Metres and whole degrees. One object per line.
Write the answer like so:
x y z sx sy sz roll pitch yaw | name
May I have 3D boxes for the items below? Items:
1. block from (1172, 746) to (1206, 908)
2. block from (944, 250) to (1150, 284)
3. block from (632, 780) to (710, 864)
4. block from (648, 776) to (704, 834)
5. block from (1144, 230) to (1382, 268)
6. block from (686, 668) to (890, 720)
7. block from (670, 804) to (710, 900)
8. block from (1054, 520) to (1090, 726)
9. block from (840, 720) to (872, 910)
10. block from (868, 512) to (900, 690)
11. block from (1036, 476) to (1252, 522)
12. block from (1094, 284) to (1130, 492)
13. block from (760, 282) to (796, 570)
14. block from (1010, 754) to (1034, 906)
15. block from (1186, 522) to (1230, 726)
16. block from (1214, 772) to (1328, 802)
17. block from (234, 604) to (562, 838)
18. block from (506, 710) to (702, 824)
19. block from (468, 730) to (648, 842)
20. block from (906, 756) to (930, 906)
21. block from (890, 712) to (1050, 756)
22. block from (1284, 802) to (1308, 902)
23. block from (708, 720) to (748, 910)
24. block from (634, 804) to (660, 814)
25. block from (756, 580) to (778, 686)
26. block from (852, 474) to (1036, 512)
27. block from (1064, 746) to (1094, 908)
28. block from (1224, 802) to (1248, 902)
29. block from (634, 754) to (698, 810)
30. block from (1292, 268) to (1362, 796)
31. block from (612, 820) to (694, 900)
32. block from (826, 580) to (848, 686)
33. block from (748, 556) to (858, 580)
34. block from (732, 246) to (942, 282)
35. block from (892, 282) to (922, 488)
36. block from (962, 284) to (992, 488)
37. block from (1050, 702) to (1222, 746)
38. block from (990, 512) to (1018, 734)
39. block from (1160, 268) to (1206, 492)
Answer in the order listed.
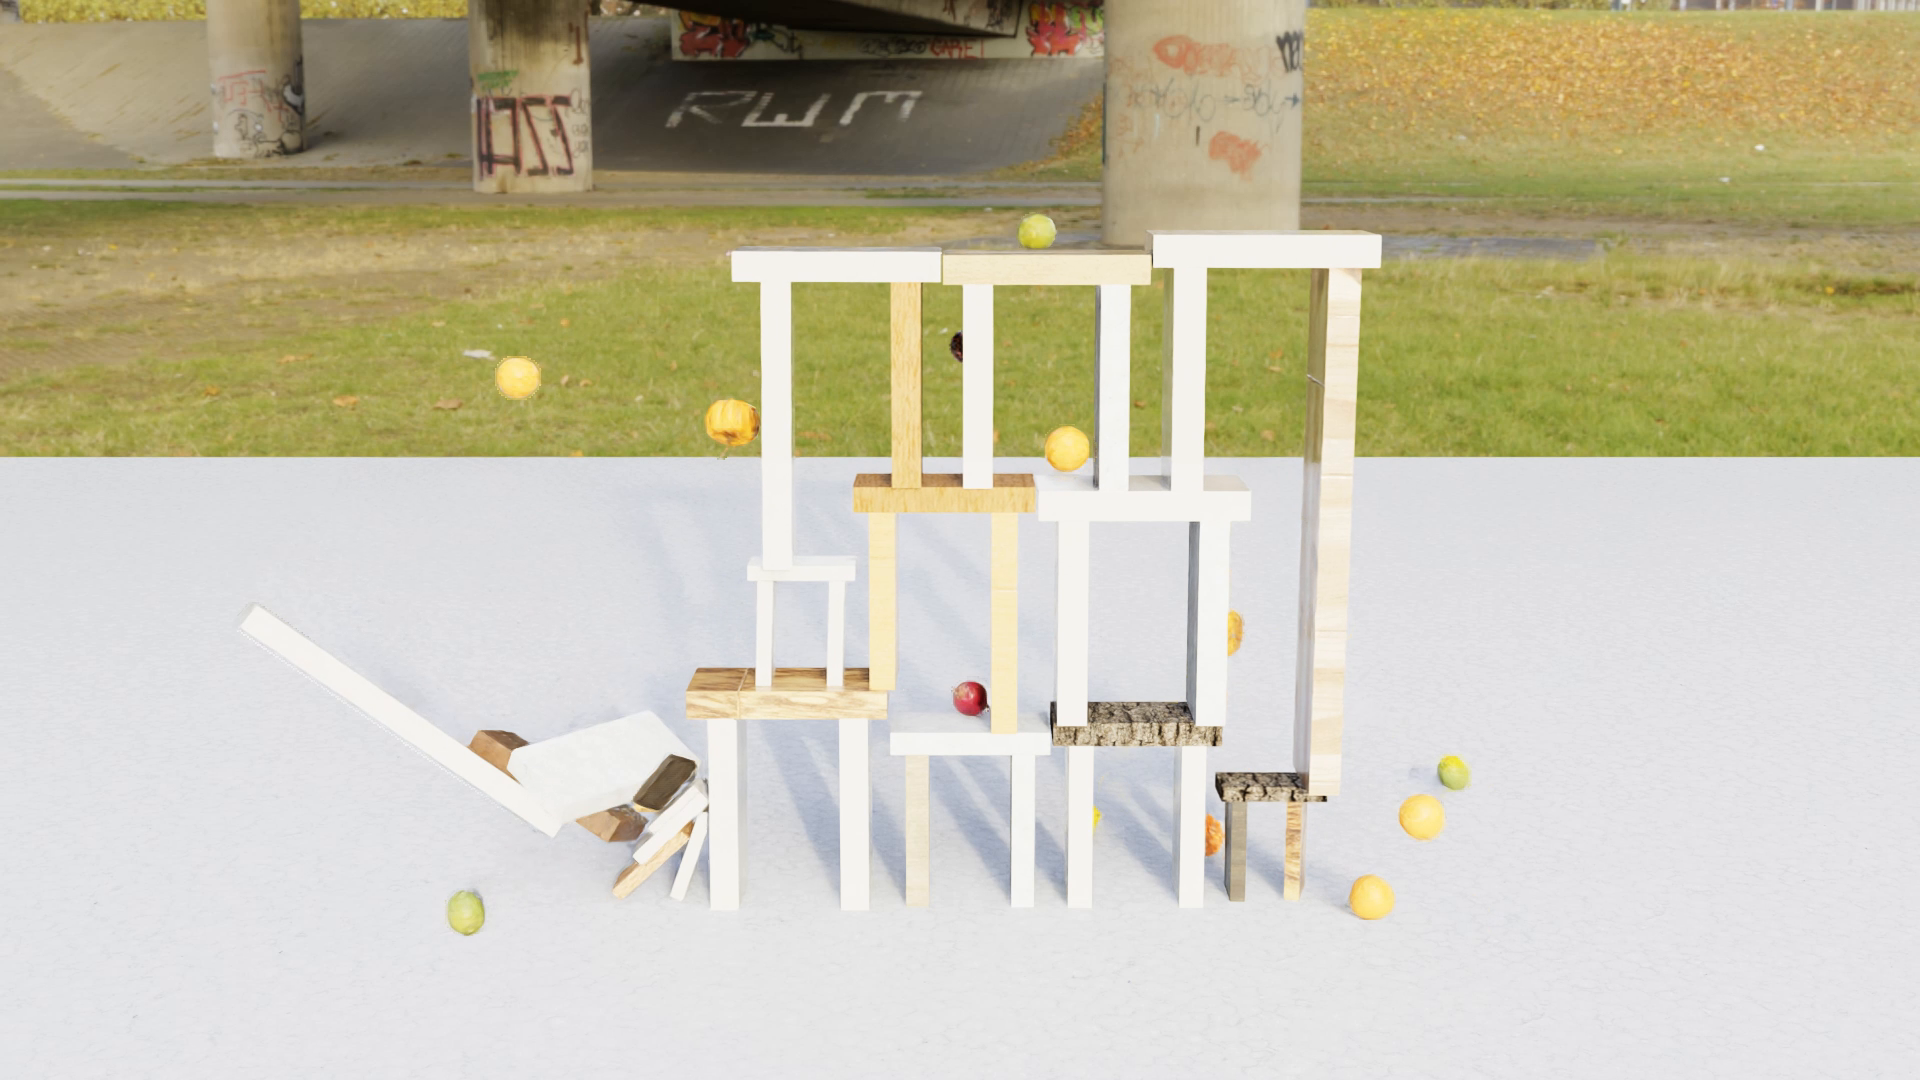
0.379 0.455 3.646 0.039 0.274 0.137 0 11 0 | block
0.134 -0.432 3.476 0.320 0.045 0.160 0 11 0 | block
-0.473 0.466 3.638 0.158 0.022 0.079 -43 8 8 | block
-0.469 0.438 3.629 0.106 0.015 0.053 -43 8 9 | block
0.474 -0.461 3.476 0.350 0.050 0.175 0 11 0 | block
-0.279 0.251 3.607 0.322 0.046 0.161 0 11 0 | block
-0.443 0.513 3.658 0.022 0.158 0.079 19 10 -3 | block
0.180 0.119 3.581 0.047 0.334 0.167 0 11 0 | block
-0.171 0.431 3.640 0.046 0.322 0.161 0 11 0 | block
-0.123 0.086 3.578 0.041 0.289 0.144 0 11 1 | block
0.291 -0.068 3.546 0.334 0.047 0.167 0 11 0 | block
0.242 -0.250 3.510 0.045 0.324 0.160 0 11 0 | block
-0.291 -0.191 3.526 0.046 0.456 0.162 0 11 -2 | block
0.103 0.463 3.646 0.037 0.258 0.129 0 11 0 | block
0.402 0.119 3.580 0.047 0.334 0.167 0 11 0 | block
0.513 0.408 3.634 0.173 0.024 0.086 0 11 -1 | block
-0.909 0.296 3.579 0.601 0.041 0.146 38 -14 -18 | block
-0.589 0.375 3.661 0.146 0.041 0.292 40 33 29 | block
-0.675 0.413 3.696 0.292 0.041 0.146 30 0 12 | block
-0.069 0.463 3.646 0.037 0.258 0.129 0 11 0 | block
0.017 0.318 3.618 0.258 0.037 0.129 0 11 0 | block
0.559 0.504 3.660 0.024 0.173 0.086 3 11 15 | block
-0.383 0.431 3.640 0.046 0.322 0.161 0 11 0 | block
-0.495 0.409 3.661 0.015 0.106 0.053 43 16 29 | block
-0.315 0.143 3.585 0.024 0.173 0.086 2 11 0 | block
-0.025 -0.076 3.548 0.289 0.041 0.144 0 11 0 | block
0.196 0.455 3.646 0.039 0.274 0.137 0 11 0 | block
0.458 0.504 3.657 0.024 0.173 0.086 0 11 0 | block
-0.488 0.401 3.633 0.053 0.106 0.015 23 25 -42 | block
0.591 -0.020 3.556 0.050 0.846 0.175 0 11 0 | block
-0.510 0.529 3.662 0.158 0.022 0.079 -42 8 7 | block
-0.200 0.143 3.585 0.024 0.173 0.086 2 11 0 | block
-0.254 0.046 3.567 0.173 0.024 0.086 0 11 0 | block
-0.191 -0.437 3.480 0.323 0.046 0.162 0 11 0 | block
-0.084 -0.255 3.513 0.046 0.323 0.162 0 11 0 | block
0.028 -0.253 3.510 0.045 0.319 0.160 0 11 0 | block
0.287 0.302 3.616 0.274 0.039 0.137 0 11 0 | block
0.071 0.122 3.584 0.041 0.362 0.144 0 11 0 | block
0.356 -0.265 3.513 0.050 0.350 0.175 0 11 0 | block
